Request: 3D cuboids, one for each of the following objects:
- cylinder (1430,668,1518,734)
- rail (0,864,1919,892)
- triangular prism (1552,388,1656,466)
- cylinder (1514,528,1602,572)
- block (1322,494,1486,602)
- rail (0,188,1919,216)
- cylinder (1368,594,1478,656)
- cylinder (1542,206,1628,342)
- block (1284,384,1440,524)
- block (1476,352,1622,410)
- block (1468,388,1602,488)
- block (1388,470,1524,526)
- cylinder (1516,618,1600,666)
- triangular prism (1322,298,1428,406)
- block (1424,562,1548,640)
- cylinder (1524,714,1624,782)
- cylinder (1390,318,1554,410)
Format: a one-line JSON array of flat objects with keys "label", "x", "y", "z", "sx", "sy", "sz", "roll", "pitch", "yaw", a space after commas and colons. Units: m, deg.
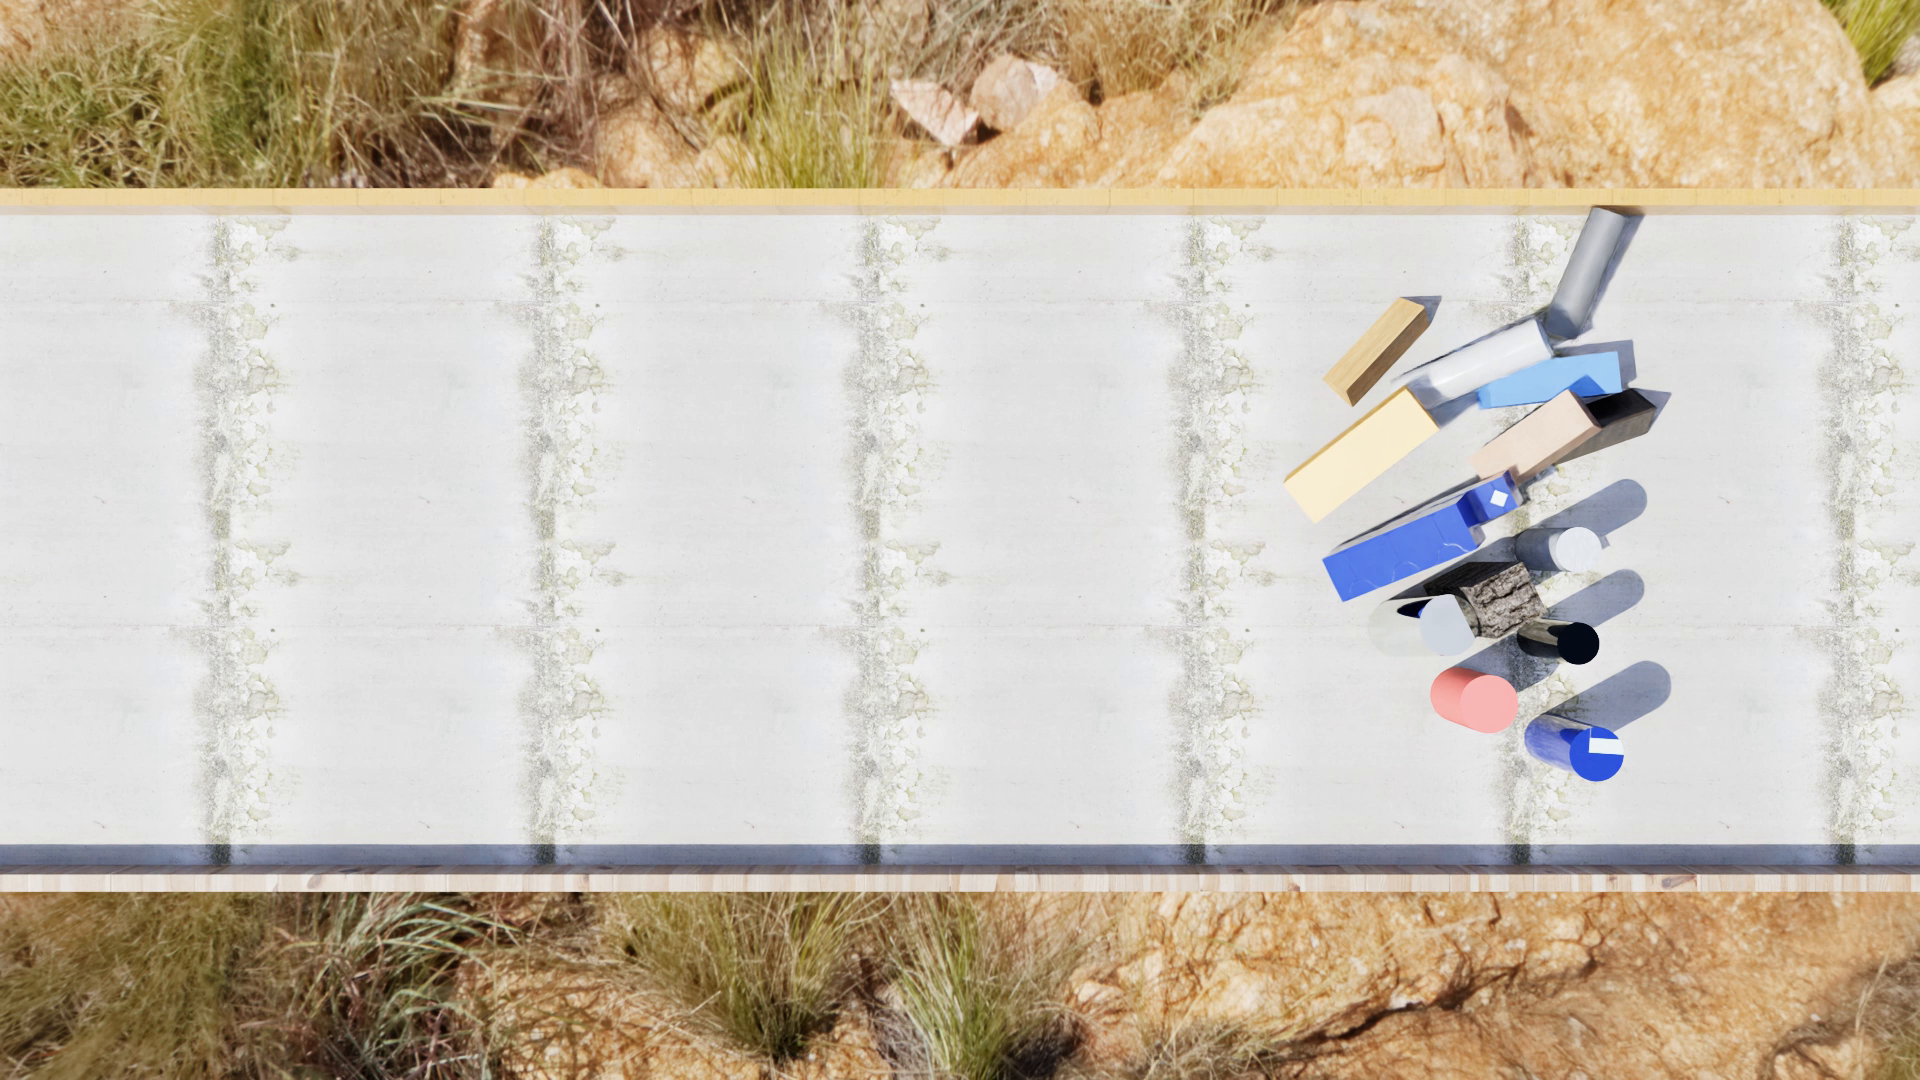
[{"label": "cylinder", "x": 1.532, "y": 0.476, "z": 4.926, "sx": 0.170, "sy": 0.301, "sz": 0.170, "roll": 0, "pitch": 90, "yaw": 0}, {"label": "rail", "x": -2.247, "y": 1.025, "z": 5.001, "sx": 12.000, "sy": 0.150, "sz": 0.050, "roll": 0, "pitch": 90, "yaw": 0}, {"label": "triangular prism", "x": 1.945, "y": -0.346, "z": 5.011, "sx": 0.307, "sy": 0.125, "sz": 0.144, "roll": -19, "pitch": 90, "yaw": 0}, {"label": "cylinder", "x": 1.772, "y": 0.028, "z": 4.900, "sx": 0.130, "sy": 0.353, "sz": 0.130, "roll": 0, "pitch": 90, "yaw": 0}, {"label": "block", "x": 1.318, "y": 0.025, "z": 4.903, "sx": 0.433, "sy": 0.145, "sz": 0.145, "roll": -26, "pitch": 91, "yaw": 30}, {"label": "rail", "x": -2.247, "y": -1.025, "z": 5.002, "sx": 12.000, "sy": 0.150, "sz": 0.050, "roll": 0, "pitch": 90, "yaw": 0}, {"label": "cylinder", "x": 1.364, "y": 0.256, "z": 4.875, "sx": 0.176, "sy": 0.382, "sz": 0.176, "roll": 1, "pitch": 86, "yaw": -7}, {"label": "cylinder", "x": 1.882, "y": -0.801, "z": 4.978, "sx": 0.111, "sy": 0.111, "sz": 0.386, "roll": 20, "pitch": 103, "yaw": 0}, {"label": "block", "x": 1.197, "y": -0.258, "z": 4.935, "sx": 0.450, "sy": 0.153, "sz": 0.153, "roll": -39, "pitch": 90, "yaw": 18}, {"label": "block", "x": 1.785, "y": -0.483, "z": 5.015, "sx": 0.394, "sy": 0.123, "sz": 0.123, "roll": -7, "pitch": 90, "yaw": 0}, {"label": "block", "x": 1.716, "y": -0.286, "z": 4.924, "sx": 0.348, "sy": 0.132, "sz": 0.132, "roll": -39, "pitch": 68, "yaw": 26}, {"label": "block", "x": 1.476, "y": -0.078, "z": 4.936, "sx": 0.381, "sy": 0.102, "sz": 0.102, "roll": -27, "pitch": 90, "yaw": 30}, {"label": "cylinder", "x": 1.774, "y": 0.298, "z": 4.904, "sx": 0.123, "sy": 0.344, "sz": 0.123, "roll": 0, "pitch": 90, "yaw": 0}, {"label": "triangular prism", "x": 1.278, "y": -0.577, "z": 5.018, "sx": 0.127, "sy": 0.110, "sz": 0.345, "roll": 43, "pitch": 90, "yaw": 0}, {"label": "block", "x": 1.538, "y": 0.173, "z": 4.853, "sx": 0.162, "sy": 0.441, "sz": 0.162, "roll": -26, "pitch": 90, "yaw": -2}, {"label": "cylinder", "x": 1.814, "y": 0.611, "z": 4.887, "sx": 0.156, "sy": 0.379, "sz": 0.156, "roll": 0, "pitch": 90, "yaw": 0}, {"label": "cylinder", "x": 1.521, "y": -0.510, "z": 4.916, "sx": 0.453, "sy": 0.125, "sz": 0.125, "roll": -24, "pitch": 90, "yaw": 27}]
